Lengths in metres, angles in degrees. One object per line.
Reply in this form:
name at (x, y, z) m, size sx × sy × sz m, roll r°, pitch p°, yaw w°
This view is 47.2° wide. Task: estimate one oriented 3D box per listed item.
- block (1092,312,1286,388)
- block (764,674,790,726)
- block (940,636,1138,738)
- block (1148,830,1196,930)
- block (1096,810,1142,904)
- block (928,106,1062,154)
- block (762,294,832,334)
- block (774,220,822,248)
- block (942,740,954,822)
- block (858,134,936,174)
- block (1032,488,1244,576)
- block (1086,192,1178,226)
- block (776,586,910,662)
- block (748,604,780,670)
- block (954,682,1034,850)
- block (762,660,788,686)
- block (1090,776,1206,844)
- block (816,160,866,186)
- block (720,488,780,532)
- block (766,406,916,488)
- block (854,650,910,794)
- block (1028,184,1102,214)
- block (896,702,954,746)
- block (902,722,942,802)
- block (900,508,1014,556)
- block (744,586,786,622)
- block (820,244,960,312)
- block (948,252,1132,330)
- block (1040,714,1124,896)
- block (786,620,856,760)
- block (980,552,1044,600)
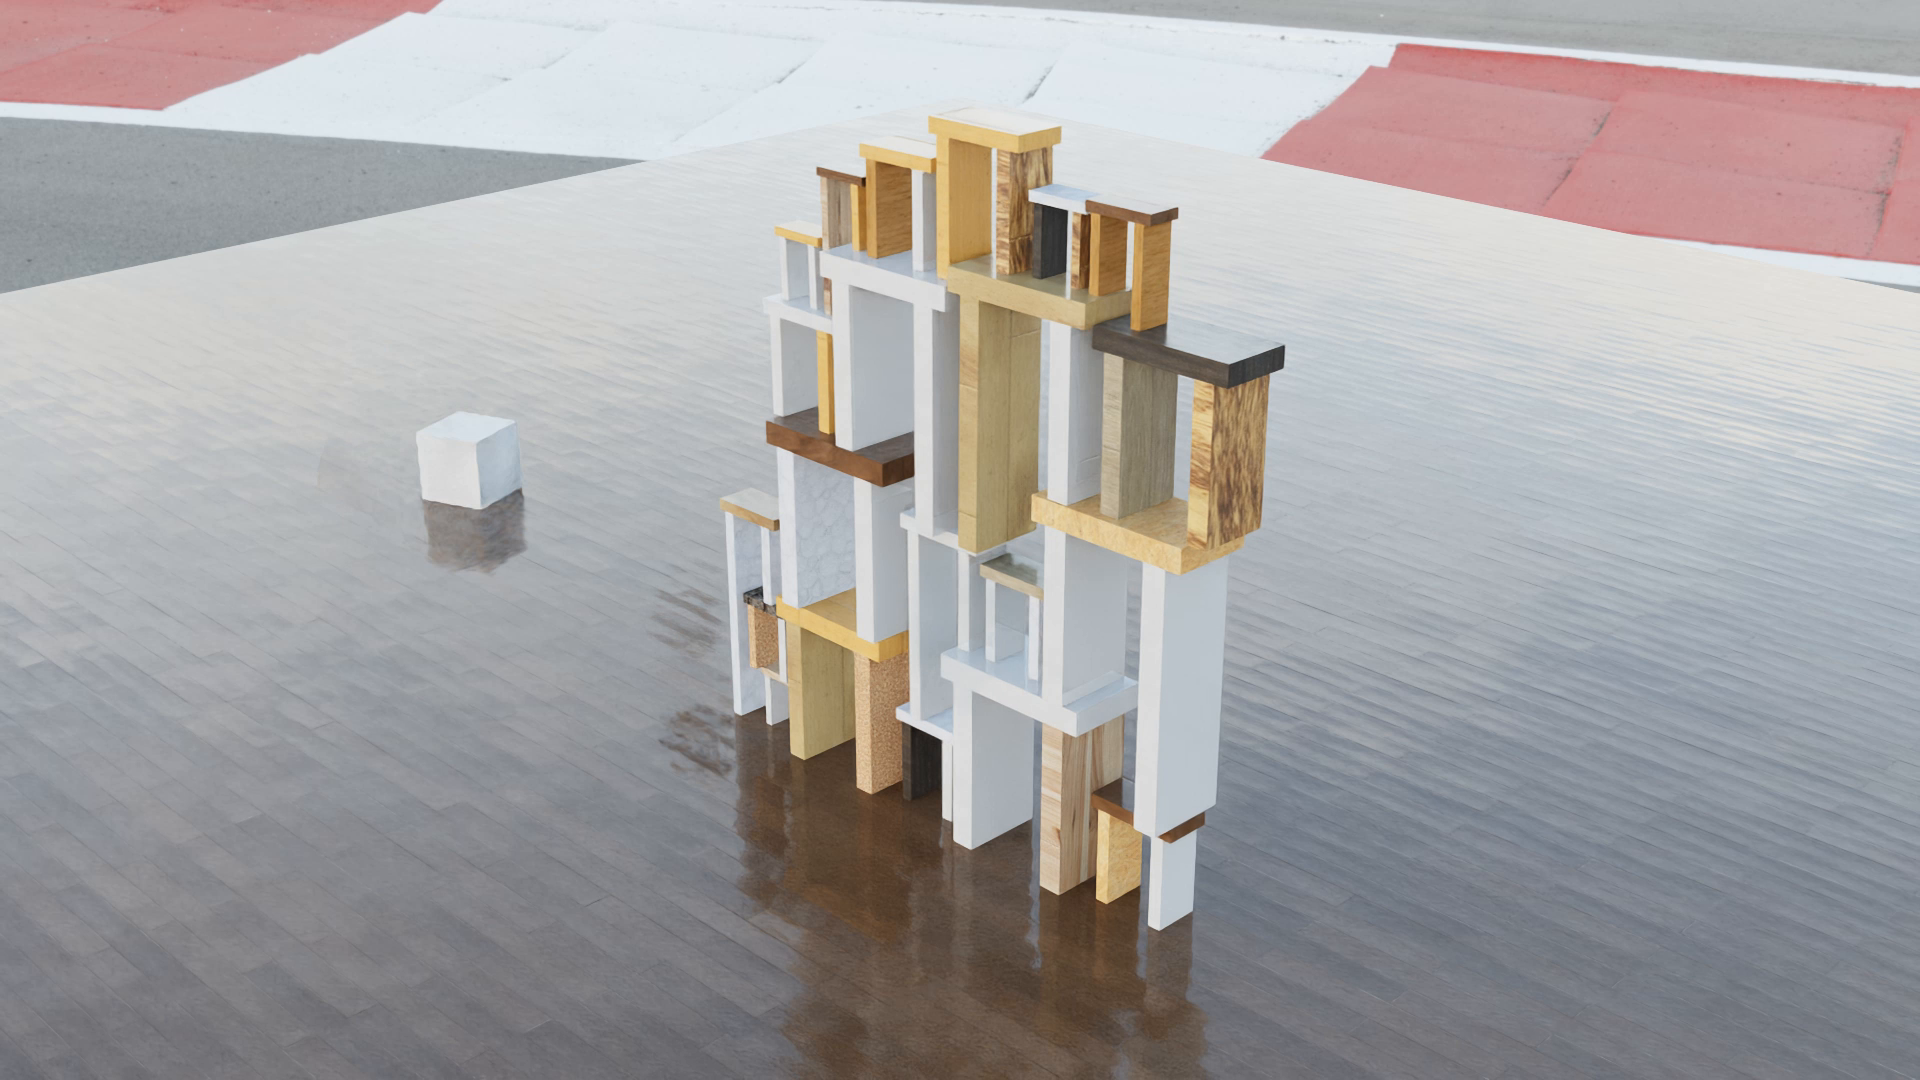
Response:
block at (0.381, -0.324, 3.680) m, size 0.147 × 0.042 × 0.294 m, roll -21°, pitch 31°, yaw -40°
block at (-0.397, 0.340, 4.808) m, size 0.017 × 0.118 × 0.059 m, roll 21°, pitch 31°, yaw 41°
block at (0.150, 0.265, 4.174) m, size 0.351 × 0.050 × 0.175 m, roll 21°, pitch 31°, yaw 41°
block at (0.393, 0.616, 4.062) m, size 0.097 × 0.194 × 0.027 m, roll -21°, pitch 31°, yaw -41°
block at (0.301, 0.580, 4.146) m, size 0.027 × 0.194 × 0.097 m, roll 21°, pitch 31°, yaw 41°
block at (0.060, -0.721, 3.859) m, size 0.219 × 0.031 × 0.109 m, roll 21°, pitch 31°, yaw 40°
block at (-0.281, -0.452, 4.335) m, size 0.104 × 0.030 × 0.209 m, roll -21°, pitch 31°, yaw -40°
block at (-0.296, -0.599, 4.291) m, size 0.064 × 0.018 × 0.128 m, roll -21°, pitch 31°, yaw -40°
block at (0.005, 0.471, 4.426) m, size 0.025 × 0.175 × 0.088 m, roll 21°, pitch 31°, yaw 41°
block at (-0.087, -0.707, 4.021) m, size 0.185 × 0.026 × 0.093 m, roll 20°, pitch 30°, yaw 40°
block at (0.311, -0.034, 3.868) m, size 0.173 × 0.049 × 0.346 m, roll -21°, pitch 31°, yaw -40°
block at (0.287, -0.553, 3.672) m, size 0.143 × 0.020 × 0.072 m, roll 21°, pitch 31°, yaw 40°
block at (-0.216, 0.159, 4.527) m, size 0.157 × 0.044 × 0.313 m, roll -21°, pitch 31°, yaw -40°
block at (-0.421, 0.198, 4.759) m, size 0.021 × 0.149 × 0.074 m, roll 21°, pitch 31°, yaw 41°
block at (0.067, 0.417, 4.329) m, size 0.050 × 0.351 × 0.175 m, roll 21°, pitch 31°, yaw 41°
block at (-0.369, 0.289, 4.756) m, size 0.118 × 0.017 × 0.059 m, roll 21°, pitch 31°, yaw 41°
block at (0.346, 0.496, 4.061) m, size 0.097 × 0.027 × 0.193 m, roll -21°, pitch 31°, yaw -41°
block at (-0.205, -0.691, 4.148) m, size 0.126 × 0.018 × 0.063 m, roll 21°, pitch 31°, yaw 40°
block at (-0.418, -0.065, 4.655) m, size 0.175 × 0.025 × 0.088 m, roll 21°, pitch 31°, yaw 41°
block at (-0.208, -0.194, 4.362) m, size 0.171 × 0.049 × 0.343 m, roll -21°, pitch 31°, yaw -40°
block at (-0.142, 0.352, 4.529) m, size 0.044 × 0.313 × 0.157 m, roll 21°, pitch 31°, yaw 41°
block at (0.190, -0.585, 3.773) m, size 0.134 × 0.019 × 0.067 m, roll 21°, pitch 31°, yaw 41°
block at (-0.036, 0.362, 4.426) m, size 0.175 × 0.025 × 0.088 m, roll 21°, pitch 31°, yaw 40°
block at (-0.078, 0.438, 4.503) m, size 0.025 × 0.176 × 0.088 m, roll 21°, pitch 31°, yaw 40°
block at (-0.007, -0.024, 4.226) m, size 0.206 × 0.029 × 0.103 m, roll 22°, pitch 31°, yaw 40°
block at (-0.386, 0.134, 4.694) m, size 0.148 × 0.021 × 0.074 m, roll 21°, pitch 31°, yaw 41°
block at (-0.087, -0.500, 4.102) m, size 0.335 × 0.047 × 0.167 m, roll 21°, pitch 31°, yaw 41°
block at (0.153, -0.444, 3.867) m, size 0.165 × 0.047 × 0.329 m, roll -21°, pitch 31°, yaw -41°
block at (0.232, 0.482, 4.177) m, size 0.050 × 0.351 × 0.175 m, roll 21°, pitch 31°, yaw 41°
block at (-0.290, 0.295, 4.665) m, size 0.157 × 0.313 × 0.044 m, roll -21°, pitch 31°, yaw -40°
block at (0.127, 0.068, 4.113) m, size 0.168 × 0.024 × 0.084 m, roll 21°, pitch 31°, yaw 41°
